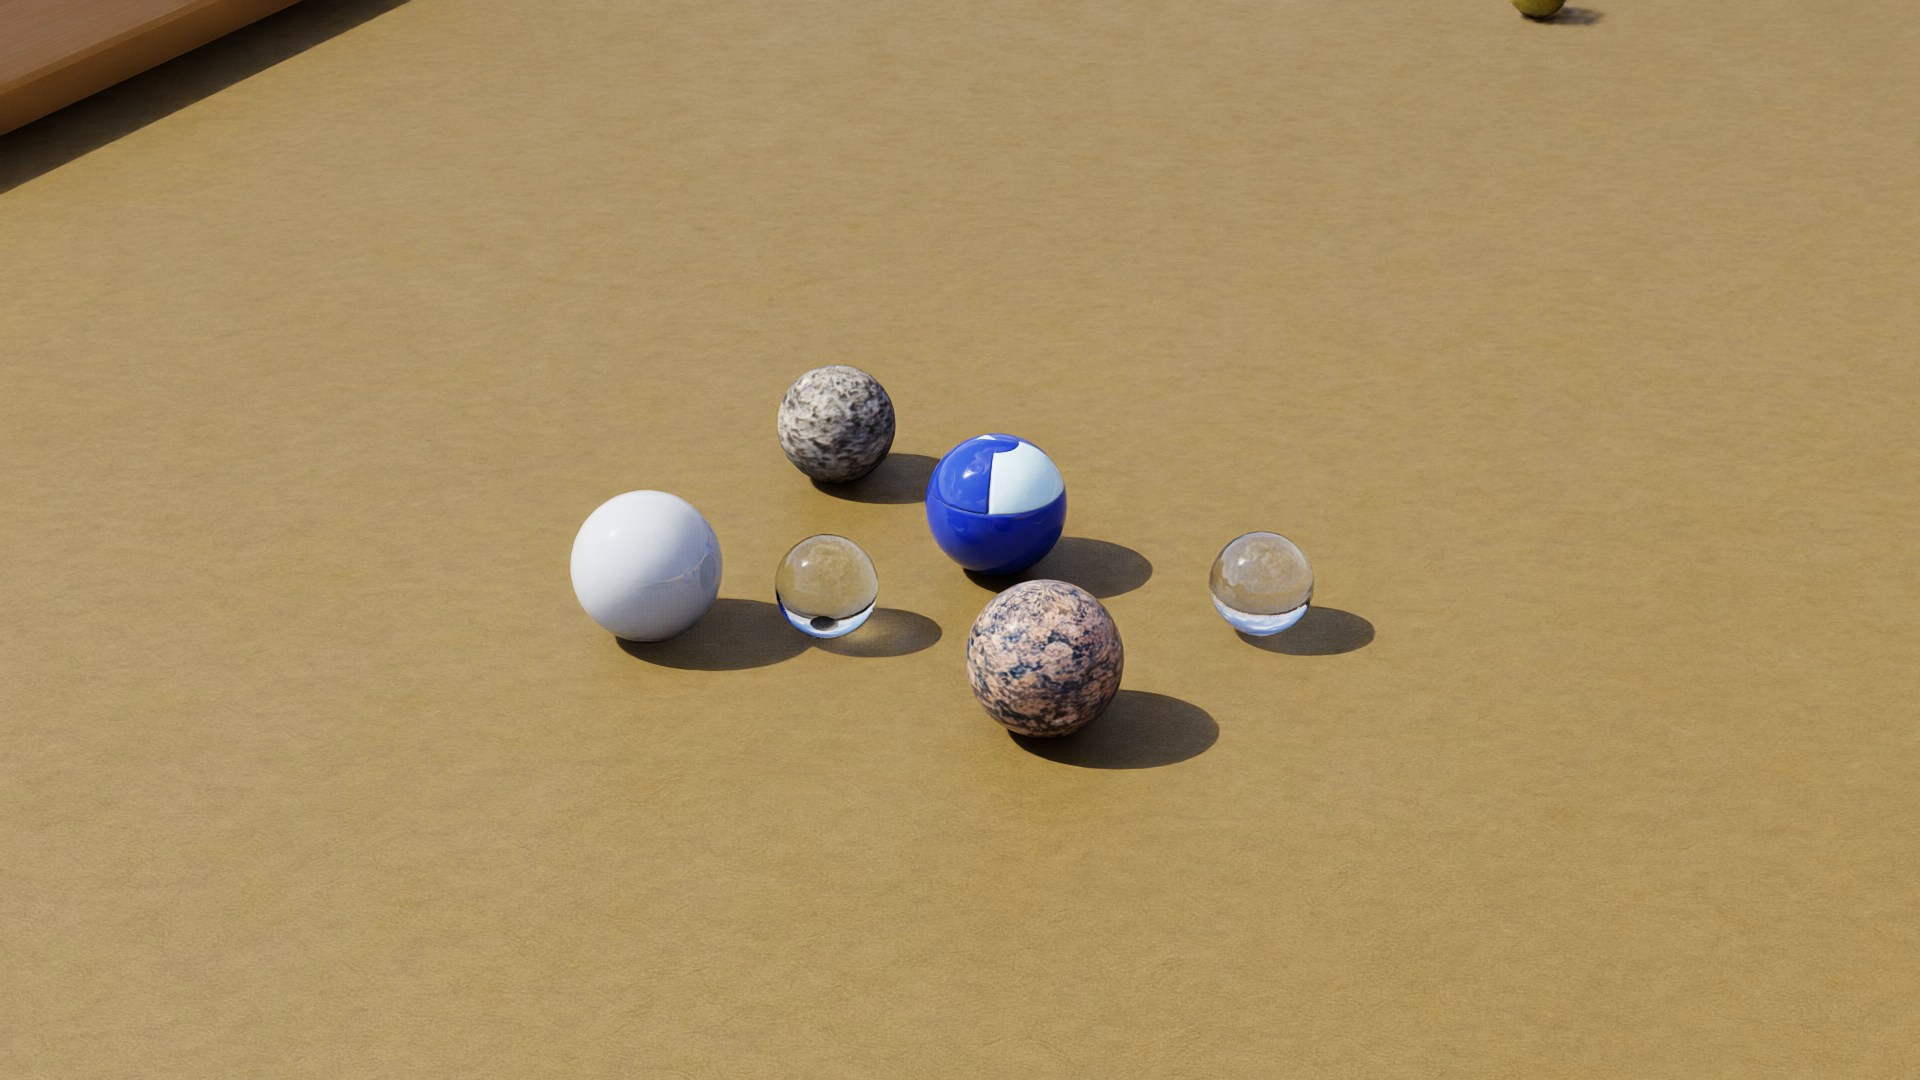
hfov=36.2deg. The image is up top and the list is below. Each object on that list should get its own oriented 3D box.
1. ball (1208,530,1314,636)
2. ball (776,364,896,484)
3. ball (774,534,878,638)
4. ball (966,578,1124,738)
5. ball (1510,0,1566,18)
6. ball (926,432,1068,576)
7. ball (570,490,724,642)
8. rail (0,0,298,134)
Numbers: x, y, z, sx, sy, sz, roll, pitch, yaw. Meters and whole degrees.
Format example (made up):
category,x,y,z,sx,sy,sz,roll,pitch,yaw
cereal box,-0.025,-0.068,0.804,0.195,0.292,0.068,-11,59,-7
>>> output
category,x,y,z,sx,sy,sz,roll,pitch,yaw
ball,0.174,0.025,1.699,0.061,0.061,0.061,0,27,0
ball,-0.079,-0.074,1.876,0.076,0.076,0.076,0,27,0
ball,-0.077,0.026,1.697,0.060,0.060,0.060,0,27,0
ball,0.046,0.064,1.595,0.086,0.086,0.086,0,27,0
ball,0.544,-0.523,2.768,0.060,0.060,0.060,0,27,0
ball,0.022,-0.021,1.763,0.086,0.086,0.086,0,27,0
ball,-0.180,0.015,1.690,0.088,0.088,0.088,0,27,0
rail,-0.585,-0.594,2.847,0.045,0.114,3.636,12,29,22
